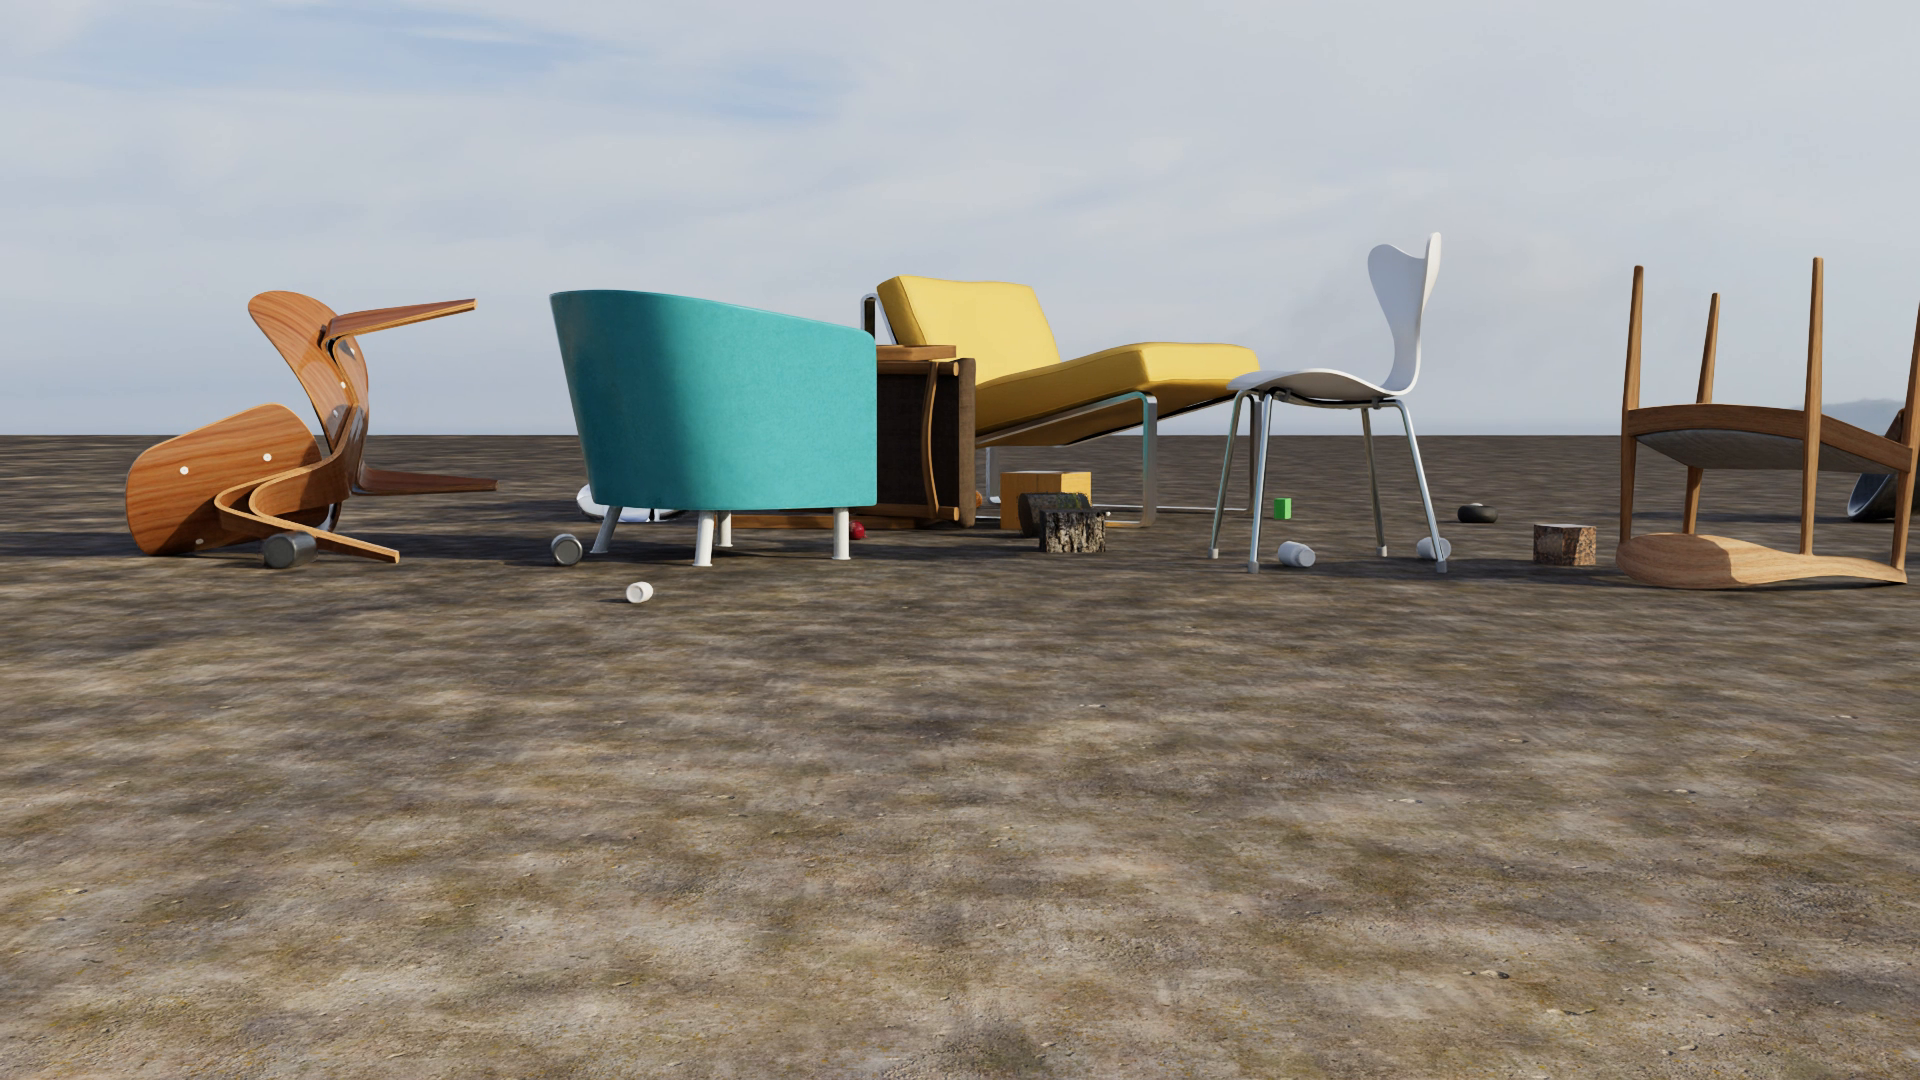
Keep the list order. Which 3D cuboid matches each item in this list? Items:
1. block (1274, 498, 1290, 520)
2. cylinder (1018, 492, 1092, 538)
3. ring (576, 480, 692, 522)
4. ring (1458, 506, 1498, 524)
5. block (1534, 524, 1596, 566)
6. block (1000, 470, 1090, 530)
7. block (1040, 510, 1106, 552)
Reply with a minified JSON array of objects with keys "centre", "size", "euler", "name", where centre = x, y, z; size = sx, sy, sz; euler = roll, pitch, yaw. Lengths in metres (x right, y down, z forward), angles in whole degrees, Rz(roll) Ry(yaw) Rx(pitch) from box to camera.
[{"centre":[1.121,-0.109,7.643],"size":[0.039,0.068,0.077],"euler":[2,4,23],"name":"block"},{"centre":[0.289,-0.075,6.676],"size":[0.188,0.116,0.179],"euler":[-1,33,-14],"name":"cylinder"},{"centre":[-1.124,-0.133,7.592],"size":[0.424,0.126,0.364],"euler":[4,6,37],"name":"ring"},{"centre":[1.744,-0.086,7.406],"size":[0.137,0.055,0.124],"euler":[0,5,-16],"name":"ring"},{"centre":[1.557,0.012,5.666],"size":[0.101,0.097,0.122],"euler":[-1,4,-21],"name":"block"},{"centre":[0.277,-0.128,7.089],"size":[0.219,0.180,0.204],"euler":[2,5,30],"name":"block"},{"centre":[0.312,-0.027,6.132],"size":[0.163,0.110,0.174],"euler":[0,4,-4],"name":"block"}]
